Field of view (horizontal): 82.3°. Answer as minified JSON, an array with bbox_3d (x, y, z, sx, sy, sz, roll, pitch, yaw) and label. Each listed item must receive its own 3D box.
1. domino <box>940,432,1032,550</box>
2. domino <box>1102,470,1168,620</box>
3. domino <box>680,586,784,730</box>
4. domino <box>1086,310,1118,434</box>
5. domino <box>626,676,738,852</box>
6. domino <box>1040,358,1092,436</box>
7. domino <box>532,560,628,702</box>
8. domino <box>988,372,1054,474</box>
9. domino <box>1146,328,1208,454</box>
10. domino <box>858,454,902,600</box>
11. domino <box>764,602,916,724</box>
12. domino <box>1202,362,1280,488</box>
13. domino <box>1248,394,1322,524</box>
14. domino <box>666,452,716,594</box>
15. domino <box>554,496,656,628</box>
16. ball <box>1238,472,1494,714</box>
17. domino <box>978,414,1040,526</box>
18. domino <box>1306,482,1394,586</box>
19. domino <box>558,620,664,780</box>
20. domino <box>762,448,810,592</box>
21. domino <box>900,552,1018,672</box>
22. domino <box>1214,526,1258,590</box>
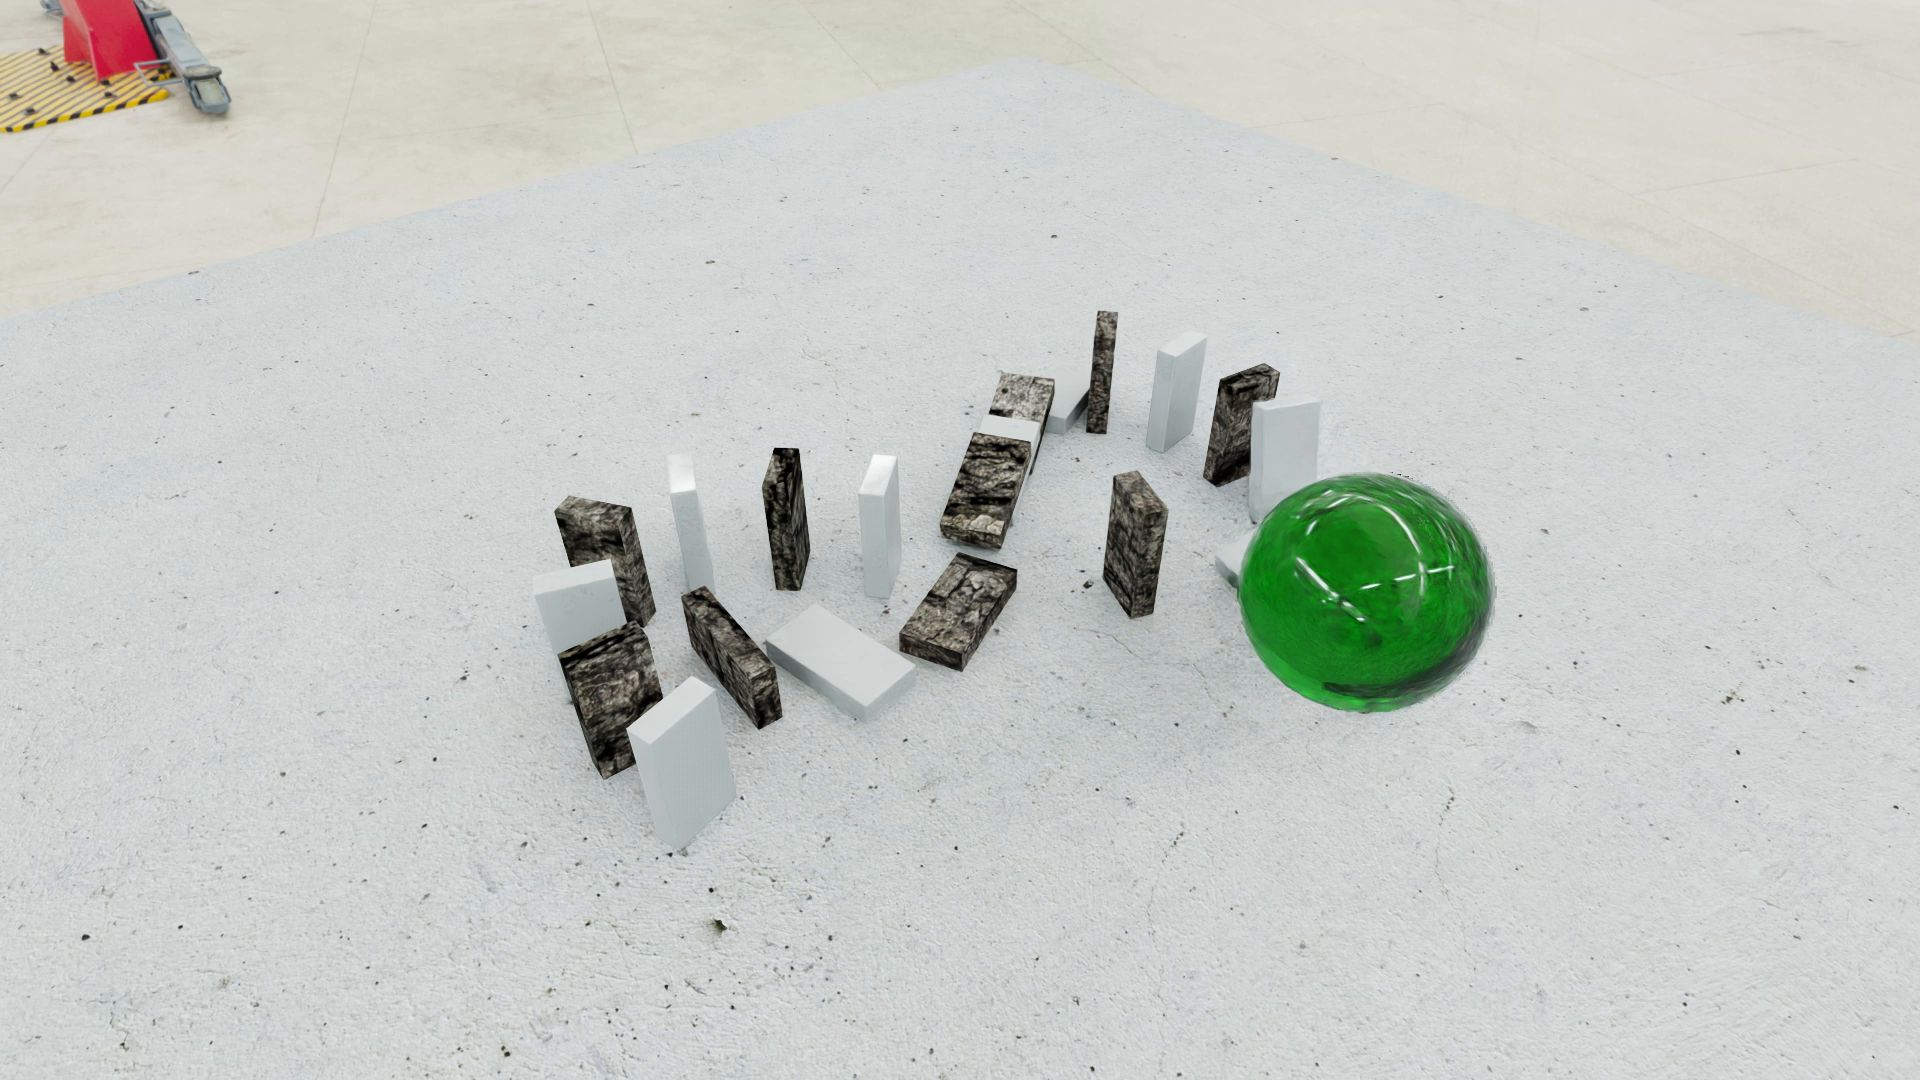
[{"bbox_3d":[0.011,-0.021,0.453,0.025,0.010,0.050,11,55,13],"label":"domino"},{"bbox_3d":[0.065,0.002,0.409,0.010,0.050,0.025,-12,41,-15],"label":"domino"},{"bbox_3d":[-0.080,0.040,0.382,0.009,0.025,0.050,-26,46,-28],"label":"domino"},{"bbox_3d":[0.065,-0.077,0.505,0.009,0.050,0.025,6,40,7],"label":"domino"},{"bbox_3d":[-0.082,0.067,0.329,0.009,0.050,0.025,24,45,27],"label":"domino"},{"bbox_3d":[0.048,-0.070,0.528,0.025,0.010,0.050,18,43,21],"label":"domino"},{"bbox_3d":[-0.126,0.031,0.373,0.025,0.050,0.010,-14,41,-16],"label":"domino"},{"bbox_3d":[0.026,-0.054,0.499,0.025,0.009,0.050,9,55,12],"label":"domino"},{"bbox_3d":[0.097,-0.066,0.492,0.010,0.050,0.025,30,48,31],"label":"domino"},{"bbox_3d":[-0.030,-0.005,0.417,0.010,0.050,0.025,6,40,7],"label":"domino"},{"bbox_3d":[-0.043,0.043,0.391,0.050,0.010,0.025,28,47,30],"label":"domino"},{"bbox_3d":[0.120,-0.049,0.471,0.025,0.050,0.009,-21,44,-24],"label":"domino"},{"bbox_3d":[0.133,-0.033,0.451,0.025,0.050,0.009,-10,24,-12],"label":"domino"},{"bbox_3d":[-0.102,-0.005,0.418,0.010,0.050,0.025,-9,40,-11],"label":"domino"},{"bbox_3d":[-0.129,0.009,0.401,0.025,0.050,0.009,10,40,12],"label":"domino"},{"bbox_3d":[0.134,0.017,0.367,0.080,0.080,0.080,0,39,0],"label":"ball"},{"bbox_3d":[0.016,-0.031,0.471,0.025,0.010,0.050,10,55,12],"label":"domino"},{"bbox_3d":[0.150,-0.003,0.445,0.050,0.010,0.025,-33,49,-29],"label":"domino"},{"bbox_3d":[-0.108,0.051,0.349,0.025,0.050,0.010,-25,46,-28],"label":"domino"},{"bbox_3d":[-0.066,-0.008,0.421,0.010,0.050,0.025,2,39,2],"label":"domino"},{"bbox_3d":[0.000,0.026,0.412,0.025,0.010,0.050,17,42,19],"label":"domino"},{"bbox_3d":[0.127,0.003,0.426,0.050,0.009,0.025,-31,50,-13],"label":"domino"}]
